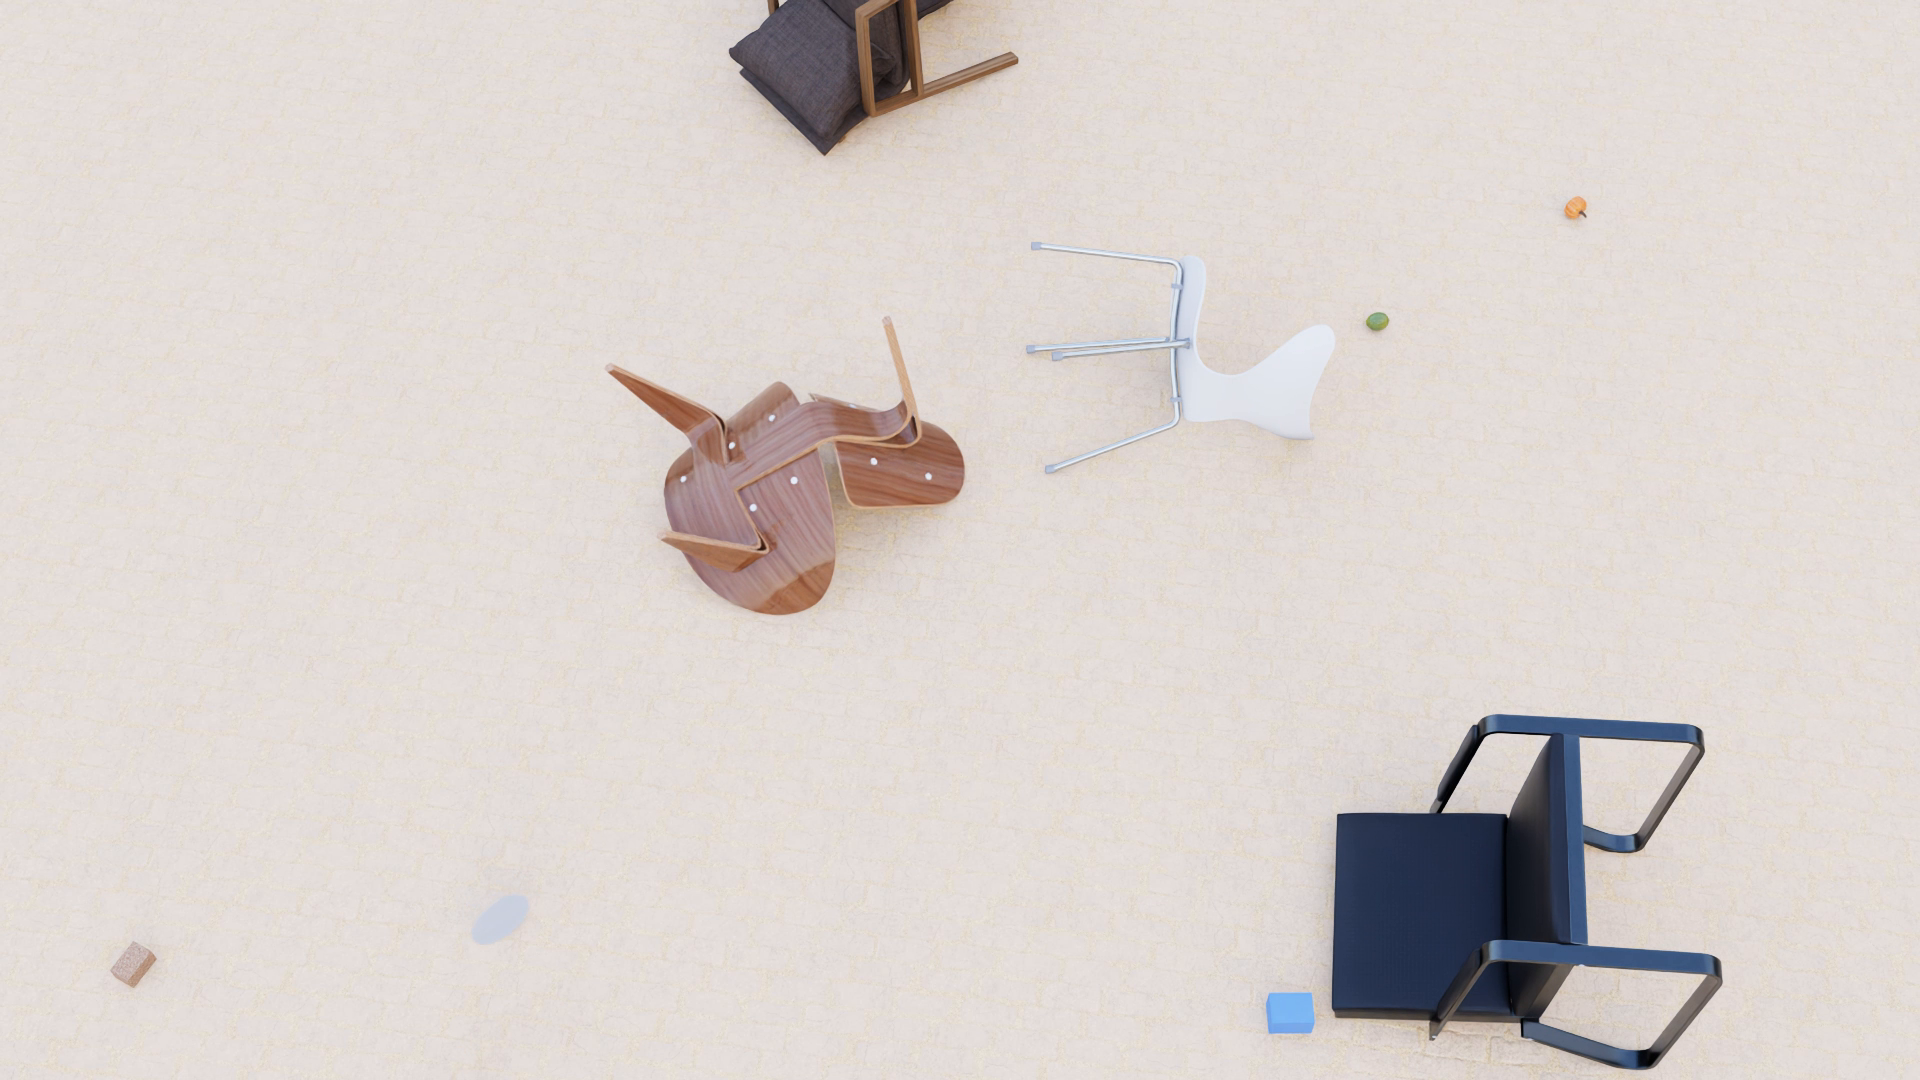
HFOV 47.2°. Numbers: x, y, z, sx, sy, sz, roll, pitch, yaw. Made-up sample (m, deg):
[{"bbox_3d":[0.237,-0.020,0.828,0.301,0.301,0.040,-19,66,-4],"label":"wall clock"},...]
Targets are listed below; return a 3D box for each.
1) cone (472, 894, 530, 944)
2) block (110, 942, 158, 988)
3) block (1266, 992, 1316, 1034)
[{"bbox_3d":[-1.236,0.993,5.879,0.177,0.104,0.087,-40,29,-6],"label":"cone"},{"bbox_3d":[-2.177,1.118,5.793,0.061,0.050,0.094,24,59,15],"label":"block"},{"bbox_3d":[0.857,1.228,5.706,0.111,0.073,0.083,0,56,0],"label":"block"}]
